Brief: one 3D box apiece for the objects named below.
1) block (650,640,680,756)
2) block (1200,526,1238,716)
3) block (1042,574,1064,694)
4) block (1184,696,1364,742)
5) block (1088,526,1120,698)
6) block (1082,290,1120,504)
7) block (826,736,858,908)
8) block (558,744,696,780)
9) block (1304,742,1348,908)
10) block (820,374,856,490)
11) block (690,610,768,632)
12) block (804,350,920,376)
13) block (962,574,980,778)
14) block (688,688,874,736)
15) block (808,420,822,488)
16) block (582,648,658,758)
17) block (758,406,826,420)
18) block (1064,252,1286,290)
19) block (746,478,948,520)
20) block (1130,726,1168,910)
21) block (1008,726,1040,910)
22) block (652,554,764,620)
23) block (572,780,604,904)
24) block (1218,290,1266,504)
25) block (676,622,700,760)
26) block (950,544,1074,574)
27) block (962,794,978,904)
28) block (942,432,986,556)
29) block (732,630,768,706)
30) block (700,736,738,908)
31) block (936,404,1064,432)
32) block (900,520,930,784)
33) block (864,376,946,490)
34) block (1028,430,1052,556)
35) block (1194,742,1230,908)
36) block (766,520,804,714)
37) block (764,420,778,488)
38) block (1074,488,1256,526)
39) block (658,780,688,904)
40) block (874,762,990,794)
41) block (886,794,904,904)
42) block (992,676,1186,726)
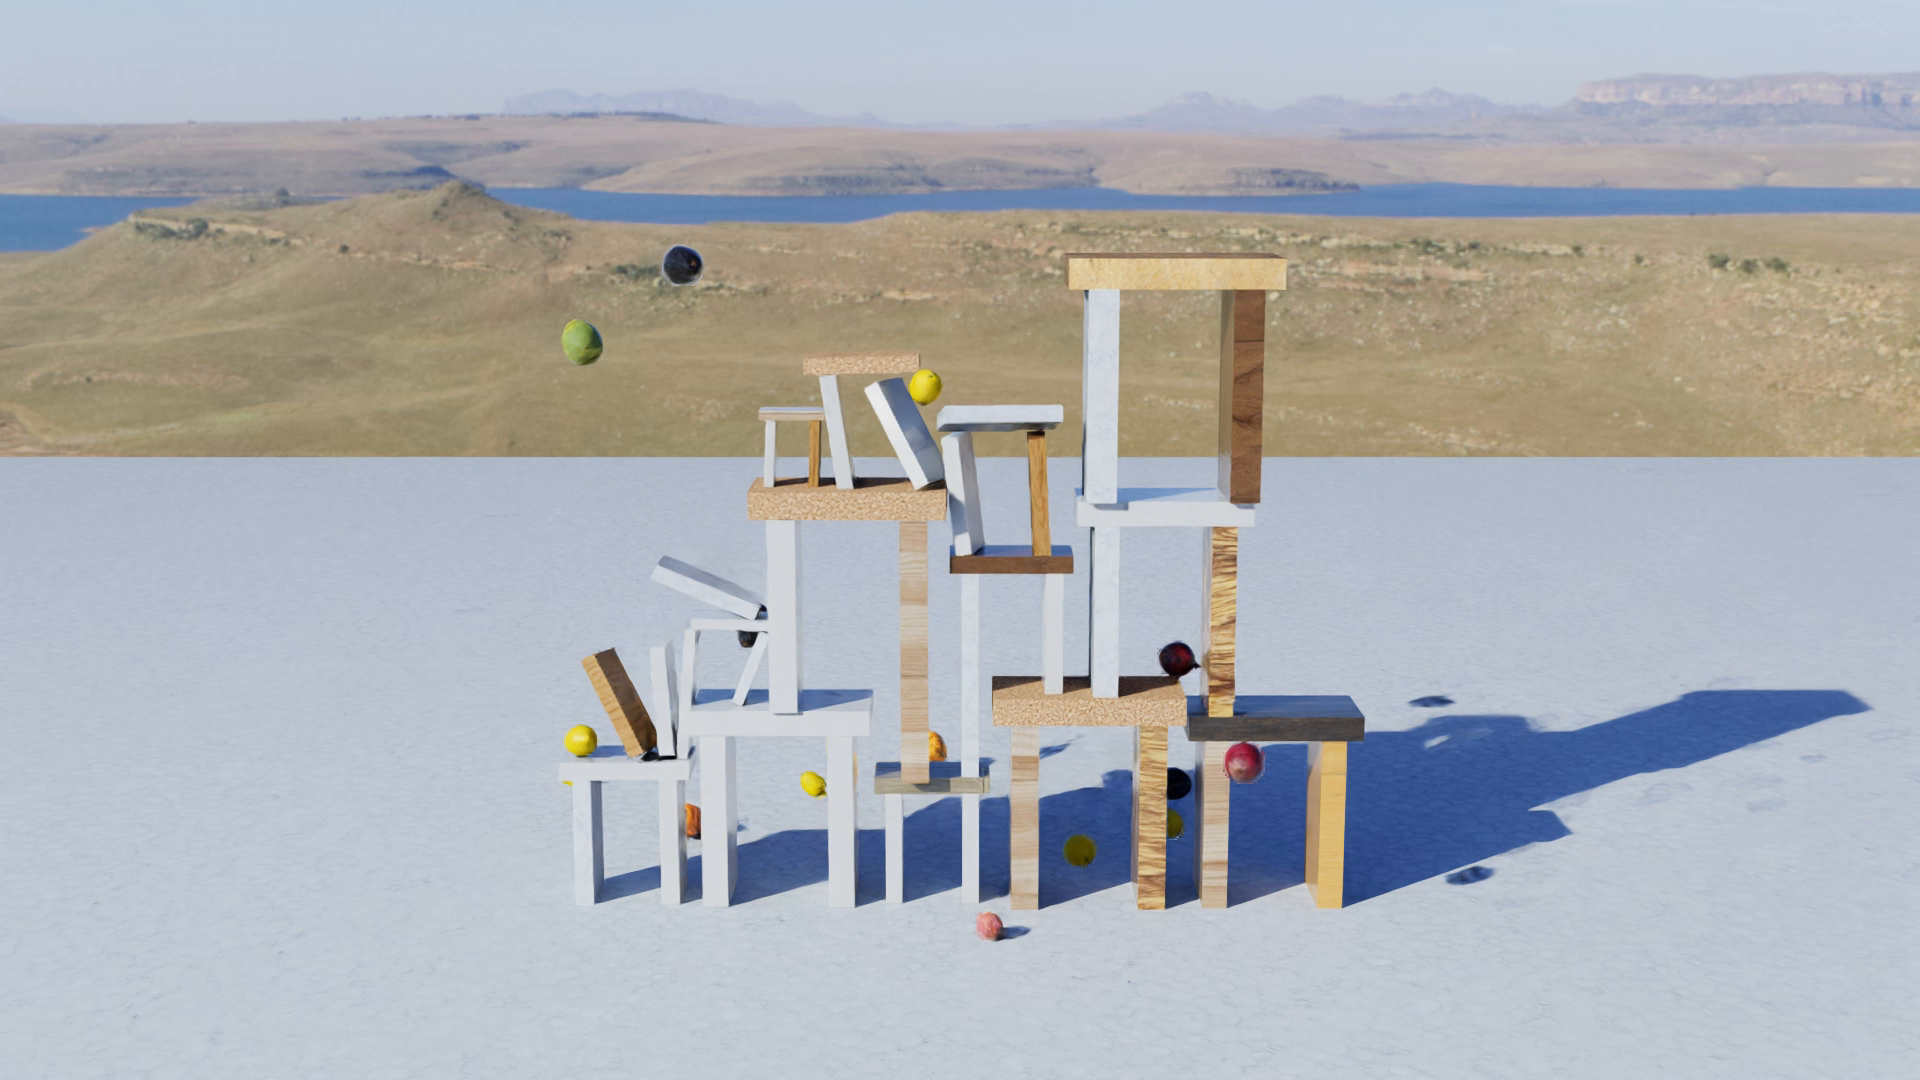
[{"bbox_3d":[-0.484,0.259,3.617,0.025,0.178,0.089,-4,5,2],"label":"block"},{"bbox_3d":[0.421,0.119,3.585,0.040,0.312,0.140,0,11,0],"label":"block"},{"bbox_3d":[0.151,0.143,3.592,0.028,0.199,0.099,0,11,-1],"label":"block"},{"bbox_3d":[0.510,0.293,3.613,0.283,0.040,0.141,0,11,0],"label":"block"},{"bbox_3d":[0.235,0.103,3.582,0.040,0.280,0.140,0,11,0],"label":"block"},{"bbox_3d":[0.224,-0.238,3.514,0.048,0.336,0.168,0,10,1],"label":"block"},{"bbox_3d":[-0.193,0.446,3.646,0.041,0.291,0.145,0,11,0],"label":"block"},{"bbox_3d":[-0.546,0.367,3.627,0.211,0.030,0.106,0,10,0],"label":"block"},{"bbox_3d":[0.605,0.451,3.642,0.040,0.283,0.141,0,11,0],"label":"block"},{"bbox_3d":[-0.196,-0.178,3.524,0.026,0.181,0.090,-8,10,2],"label":"block"},{"bbox_3d":[-0.371,0.131,3.580,0.128,0.018,0.064,1,11,0],"label":"block"},{"bbox_3d":[-0.156,-0.284,3.515,0.181,0.026,0.090,-2,11,0],"label":"block"},{"bbox_3d":[0.017,0.211,3.605,0.028,0.339,0.099,0,11,0],"label":"block"},{"bbox_3d":[-0.291,0.283,3.616,0.291,0.041,0.145,0,11,1],"label":"block"},{"bbox_3d":[-0.233,-0.142,3.535,0.015,0.107,0.054,2,11,0],"label":"block"},{"bbox_3d":[-0.554,0.267,3.605,0.025,0.178,0.089,-28,-2,13],"label":"block"},{"bbox_3d":[-0.267,-0.203,3.524,0.107,0.015,0.054,0,11,0],"label":"block"},{"bbox_3d":[0.337,-0.426,3.481,0.336,0.048,0.168,0,11,0],"label":"block"},{"bbox_3d":[-0.178,-0.067,3.547,0.314,0.044,0.157,0,11,0],"label":"block"},{"bbox_3d":[0.312,0.438,3.640,0.044,0.311,0.155,0,11,0],"label":"block"},{"bbox_3d":[0.105,0.438,3.640,0.044,0.311,0.155,0,11,0],"label":"block"},{"bbox_3d":[-0.408,0.077,3.573,0.178,0.025,0.089,22,10,-4],"label":"block"},{"bbox_3d":[-0.616,0.486,3.650,0.030,0.212,0.106,0,10,0],"label":"block"},{"bbox_3d":[0.449,-0.238,3.516,0.048,0.336,0.168,0,11,0],"label":"block"},{"bbox_3d":[-0.444,0.245,3.600,0.018,0.218,0.064,5,10,0],"label":"block"},{"bbox_3d":[0.083,0.031,3.570,0.199,0.028,0.099,0,11,0],"label":"block"},{"bbox_3d":[0.017,0.498,3.650,0.027,0.188,0.094,0,11,0],"label":"block"},{"bbox_3d":[0.006,-0.077,3.552,0.027,0.190,0.095,-5,9,15],"label":"block"},{"bbox_3d":[-0.339,0.203,3.593,0.018,0.128,0.064,22,10,-4],"label":"block"},{"bbox_3d":[-0.399,0.446,3.650,0.041,0.291,0.145,0,11,1],"label":"block"},{"bbox_3d":[0.063,-0.195,3.520,0.190,0.027,0.095,-1,-5,-8],"label":"block"},{"bbox_3d":[-0.074,0.167,3.590,0.044,0.431,0.157,0,11,-1],"label":"block"},{"bbox_3d":[-0.083,-0.172,3.521,0.026,0.181,0.090,-28,-3,25],"label":"block"},{"bbox_3d":[0.128,-0.076,3.548,0.027,0.190,0.095,-3,10,1],"label":"block"},{"bbox_3d":[0.416,0.451,3.642,0.040,0.283,0.141,0,11,0],"label":"block"},{"bbox_3d":[-0.284,0.109,3.580,0.044,0.314,0.157,0,11,0],"label":"block"},{"bbox_3d":[-0.304,-0.142,3.535,0.015,0.107,0.054,3,11,0],"label":"block"},{"bbox_3d":[0.327,-0.054,3.552,0.280,0.040,0.140,0,11,0],"label":"block"},{"bbox_3d":[-0.476,0.486,3.649,0.030,0.211,0.106,0,10,0],"label":"block"},{"bbox_3d":[-0.045,0.392,3.631,0.188,0.027,0.094,0,11,0],"label":"block"},{"bbox_3d":[-0.108,0.498,3.650,0.027,0.188,0.094,0,11,0],"label":"block"},{"bbox_3d":[0.209,0.263,3.607,0.310,0.044,0.155,0,11,0],"label":"block"}]
